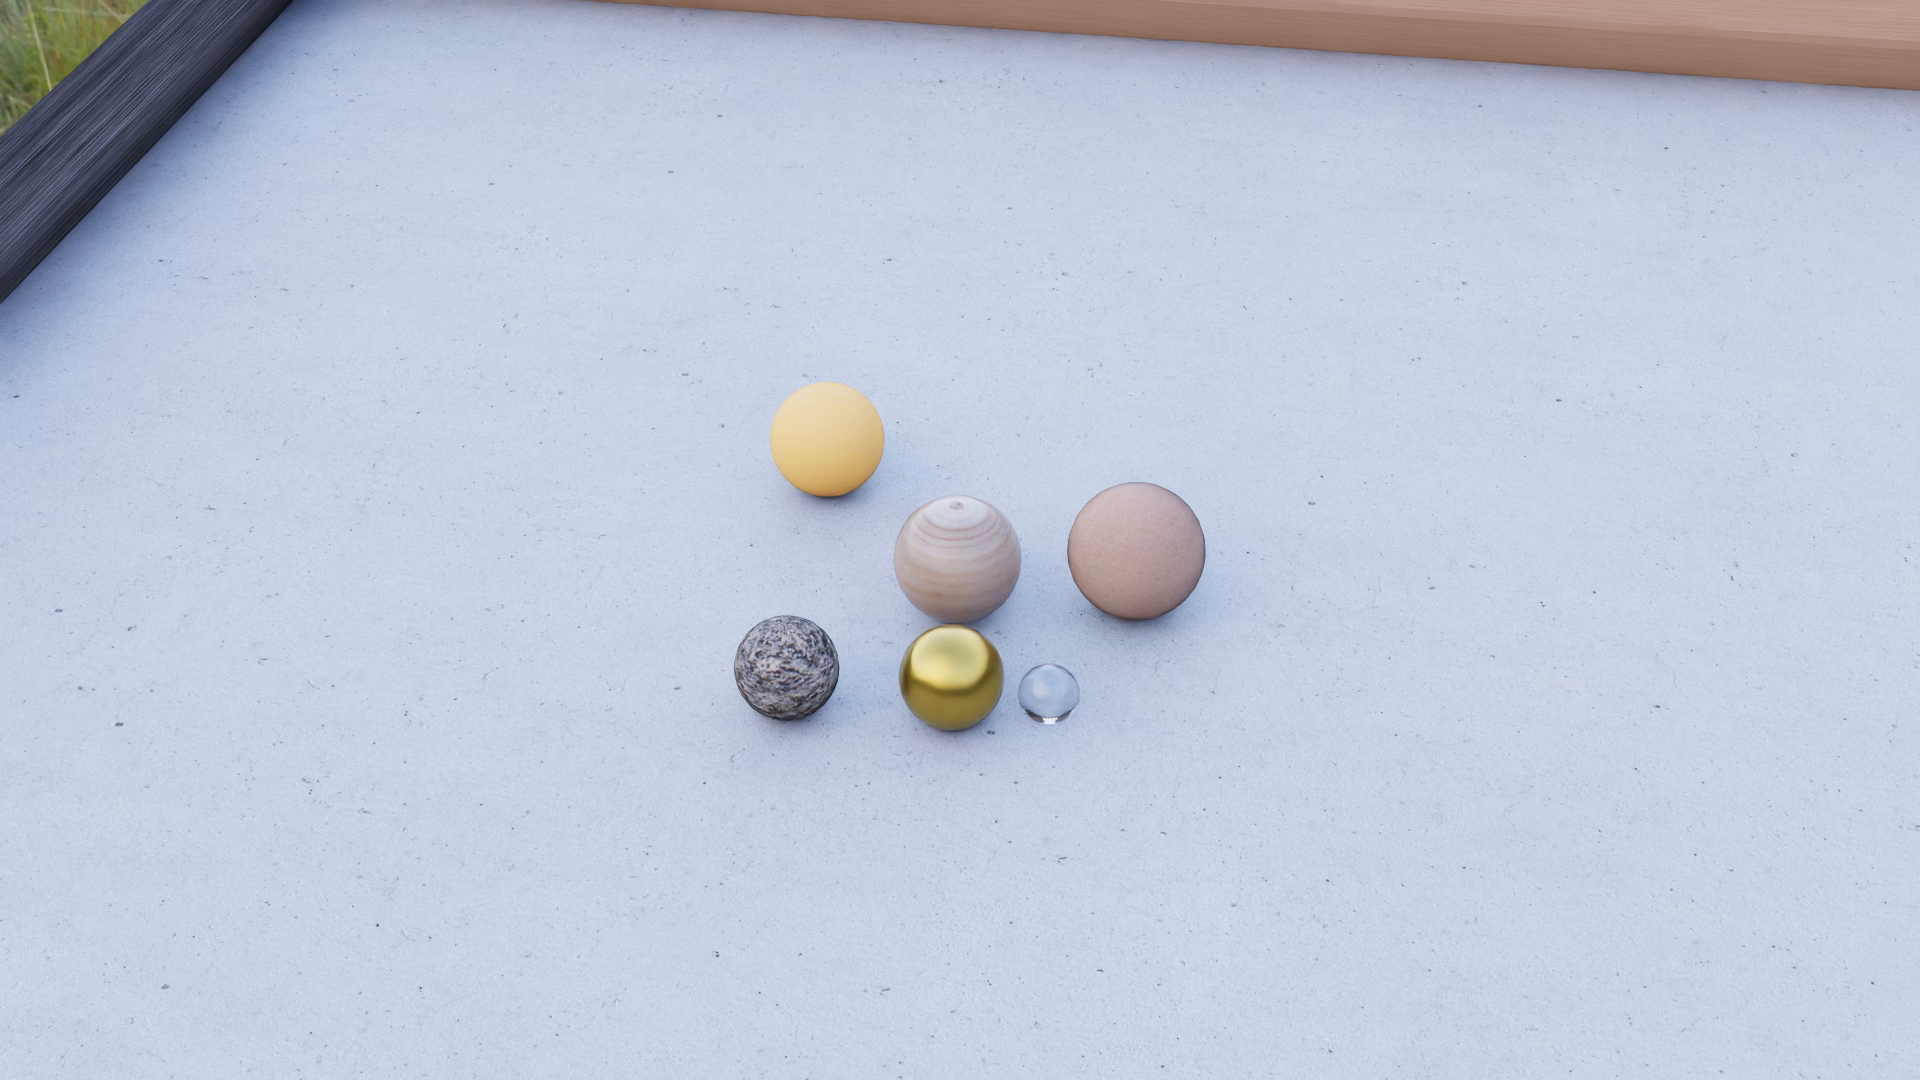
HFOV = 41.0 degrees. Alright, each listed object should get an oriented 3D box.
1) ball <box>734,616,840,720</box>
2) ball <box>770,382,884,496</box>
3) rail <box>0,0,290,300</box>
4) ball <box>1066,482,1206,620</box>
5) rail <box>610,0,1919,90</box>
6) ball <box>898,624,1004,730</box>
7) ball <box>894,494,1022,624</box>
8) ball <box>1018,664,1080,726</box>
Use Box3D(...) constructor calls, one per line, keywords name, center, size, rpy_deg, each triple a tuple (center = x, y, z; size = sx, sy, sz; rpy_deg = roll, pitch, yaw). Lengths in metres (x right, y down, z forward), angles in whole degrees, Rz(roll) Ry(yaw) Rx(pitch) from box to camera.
Box3D(name="ball", center=(-0.118, 0.087, 1.752), size=(0.072, 0.072, 0.072), rpy_deg=(0, 35, 0))
Box3D(name="ball", center=(-0.102, -0.078, 1.977), size=(0.089, 0.089, 0.089), rpy_deg=(0, 35, 0))
Box3D(name="rail", center=(-0.863, -0.104, 1.977), size=(0.045, 0.130, 2.021), rpy_deg=(5, 35, 8))
Box3D(name="ball", center=(0.127, 0.008, 1.843), size=(0.100, 0.100, 0.100), rpy_deg=(0, 35, 0))
Box3D(name="rail", center=(1.049, -0.491, 2.538), size=(3.594, 0.130, 0.045), rpy_deg=(5, 35, 8))
Box3D(name="ball", center=(-0.006, 0.093, 1.744), size=(0.072, 0.072, 0.072), rpy_deg=(0, 35, 0))
Box3D(name="ball", center=(-0.002, 0.014, 1.842), size=(0.092, 0.092, 0.092), rpy_deg=(0, 35, 0))
Box3D(name="ball", center=(0.061, 0.105, 1.753), size=(0.042, 0.042, 0.042), rpy_deg=(0, 35, 0))
